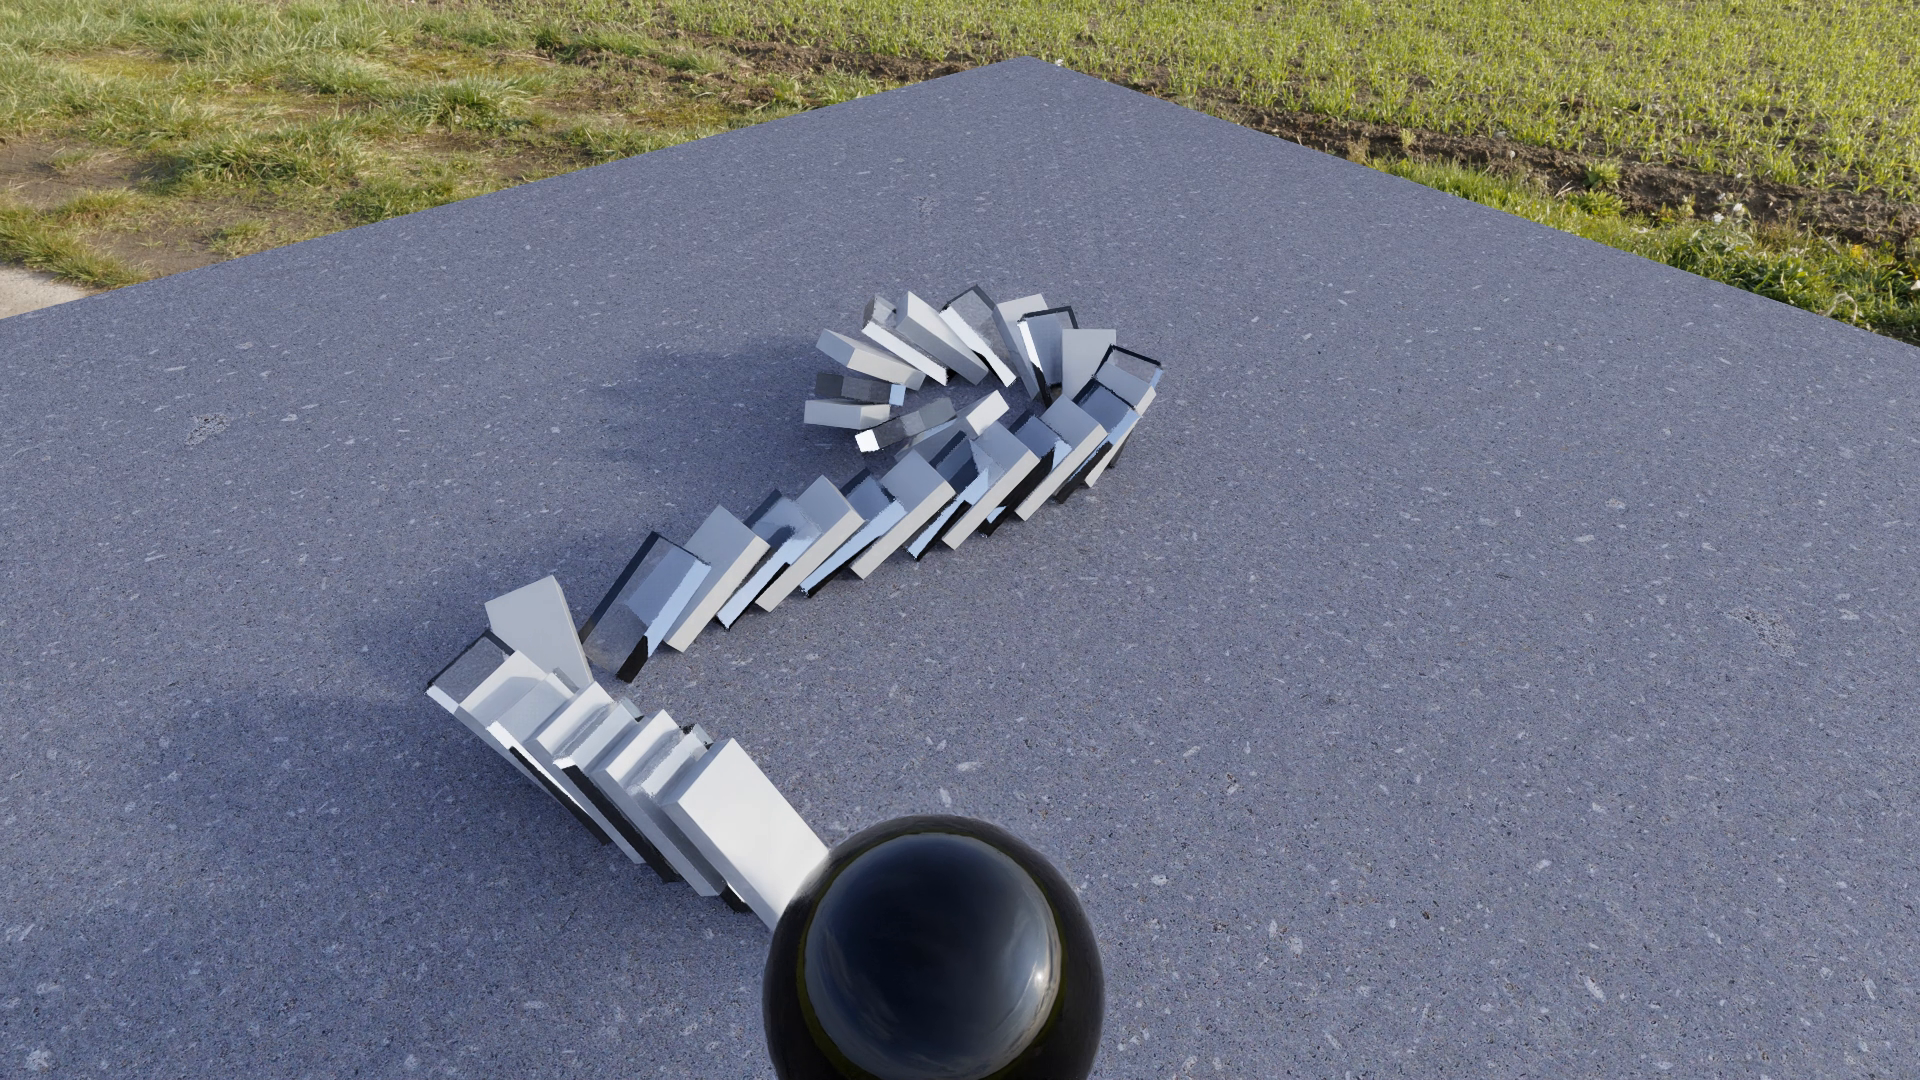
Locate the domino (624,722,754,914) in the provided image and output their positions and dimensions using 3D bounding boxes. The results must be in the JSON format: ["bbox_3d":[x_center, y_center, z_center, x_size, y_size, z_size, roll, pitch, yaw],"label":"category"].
[{"bbox_3d":[-0.070,0.080,0.317,0.010,0.050,0.025,-21,21,42],"label":"domino"}]

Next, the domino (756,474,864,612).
[{"bbox_3d":[-0.063,0.001,0.421,0.050,0.010,0.025,-44,49,1],"label":"domino"}]

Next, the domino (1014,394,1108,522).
[{"bbox_3d":[0.035,-0.035,0.463,0.050,0.009,0.025,-47,52,3],"label":"domino"}]

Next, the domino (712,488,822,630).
[{"bbox_3d":[-0.078,0.007,0.414,0.050,0.010,0.025,-46,49,-1],"label":"domino"}]

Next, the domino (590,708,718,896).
[{"bbox_3d":[-0.081,0.077,0.322,0.010,0.050,0.025,-21,21,42],"label":"domino"}]

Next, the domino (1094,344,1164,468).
[{"bbox_3d":[0.068,-0.060,0.493,0.025,0.010,0.050,26,85,23],"label":"domino"}]

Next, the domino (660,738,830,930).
[{"bbox_3d":[-0.059,0.084,0.313,0.010,0.050,0.025,-21,21,42],"label":"domino"}]

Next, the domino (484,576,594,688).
[{"bbox_3d":[-0.147,0.038,0.385,0.025,0.010,0.050,-24,58,-13],"label":"domino"}]

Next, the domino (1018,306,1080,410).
[{"bbox_3d":[0.048,-0.086,0.527,0.025,0.009,0.050,-13,76,-16],"label":"domino"}]

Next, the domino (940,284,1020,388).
[{"bbox_3d":[0.016,-0.102,0.547,0.050,0.010,0.025,48,51,2],"label":"domino"}]

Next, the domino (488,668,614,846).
[{"bbox_3d":[-0.116,0.066,0.338,0.050,0.010,0.025,49,46,-10],"label":"domino"}]

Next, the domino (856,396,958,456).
[{"bbox_3d":[-0.024,-0.049,0.481,0.025,0.010,0.050,-24,6,-27],"label":"domino"}]

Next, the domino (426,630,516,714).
[{"bbox_3d":[-0.143,0.055,0.356,0.050,0.010,0.025,40,47,-4],"label":"domino"}]

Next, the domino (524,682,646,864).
[{"bbox_3d":[-0.104,0.070,0.331,0.010,0.050,0.025,-23,21,42],"label":"domino"}]

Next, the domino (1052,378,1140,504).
[{"bbox_3d":[0.050,-0.043,0.471,0.050,0.010,0.025,-49,58,2],"label":"domino"}]

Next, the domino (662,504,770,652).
[{"bbox_3d":[-0.096,0.014,0.406,0.025,0.009,0.050,35,83,35],"label":"domino"}]

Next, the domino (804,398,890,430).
[{"bbox_3d":[-0.050,-0.057,0.494,0.025,0.009,0.050,8,10,9],"label":"domino"}]

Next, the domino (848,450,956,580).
[{"bbox_3d":[-0.028,-0.011,0.437,0.050,0.009,0.025,-43,49,-1],"label":"domino"}]

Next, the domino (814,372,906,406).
[{"bbox_3d":[-0.045,-0.070,0.508,0.025,0.009,0.050,12,8,14],"label":"domino"}]

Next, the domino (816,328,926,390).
[{"bbox_3d":[-0.042,-0.086,0.527,0.025,0.010,0.050,36,16,36],"label":"domino"}]

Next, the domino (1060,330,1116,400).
[{"bbox_3d":[0.060,-0.073,0.513,0.025,0.009,0.050,1,73,1],"label":"domino"}]

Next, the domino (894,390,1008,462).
[{"bbox_3d":[-0.004,-0.046,0.476,0.050,0.009,0.025,-22,17,46],"label":"domino"}]

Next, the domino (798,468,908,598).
[{"bbox_3d":[-0.048,-0.003,0.429,0.050,0.009,0.025,-42,49,-3],"label":"domino"}]

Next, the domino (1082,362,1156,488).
[{"bbox_3d":[0.060,-0.051,0.481,0.025,0.009,0.050,34,88,29],"label":"domino"}]

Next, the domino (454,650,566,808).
[{"bbox_3d":[-0.130,0.061,0.346,0.050,0.009,0.025,43,47,-7],"label":"domino"}]

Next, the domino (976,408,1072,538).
[{"bbox_3d":[0.020,-0.028,0.456,0.050,0.009,0.025,-47,49,3],"label":"domino"}]

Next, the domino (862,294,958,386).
[{"bbox_3d":[-0.024,-0.099,0.541,0.050,0.009,0.025,30,33,-23],"label":"domino"}]

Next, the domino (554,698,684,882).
[{"bbox_3d":[-0.093,0.074,0.325,0.010,0.050,0.025,-21,21,42],"label":"domino"}]

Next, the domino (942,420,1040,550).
[{"bbox_3d":[0.006,-0.023,0.449,0.050,0.009,0.025,-46,49,3],"label":"domino"}]

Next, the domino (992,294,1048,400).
[{"bbox_3d":[0.038,-0.095,0.540,0.025,0.010,0.050,-18,74,-21],"label":"domino"}]

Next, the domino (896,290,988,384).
[{"bbox_3d":[-0.009,-0.099,0.541,0.050,0.009,0.025,32,32,-24],"label":"domino"}]

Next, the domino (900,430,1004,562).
[{"bbox_3d":[-0.008,-0.018,0.444,0.050,0.009,0.025,-46,49,3],"label":"domino"}]

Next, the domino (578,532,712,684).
[{"bbox_3d":[-0.115,0.024,0.396,0.025,0.009,0.050,25,75,28],"label":"domino"}]

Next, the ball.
[{"bbox_3d":[-0.006,0.105,0.259,0.080,0.080,0.080,0,39,0],"label":"ball"}]
